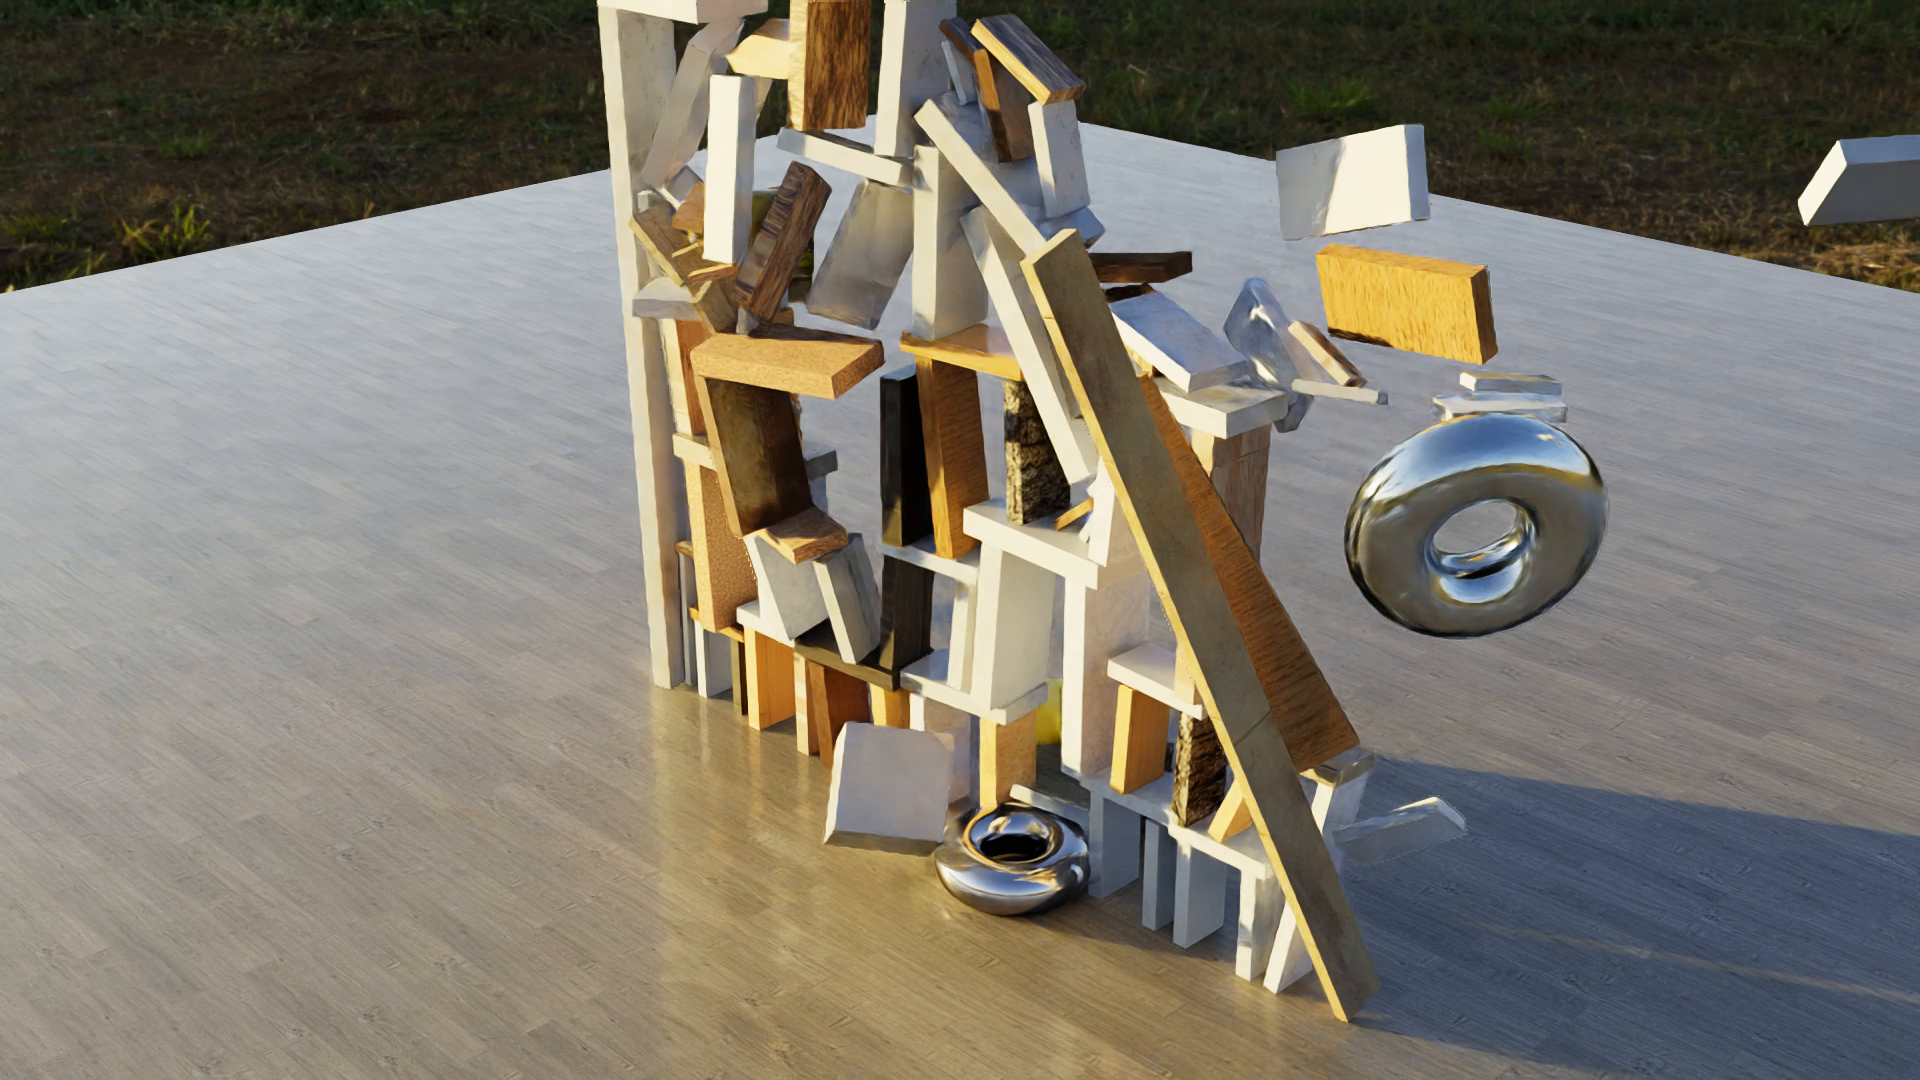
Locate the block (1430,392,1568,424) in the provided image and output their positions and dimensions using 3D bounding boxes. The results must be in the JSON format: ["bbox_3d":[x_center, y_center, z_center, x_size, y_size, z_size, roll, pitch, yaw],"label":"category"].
[{"bbox_3d":[0.865,-0.210,3.532,0.191,0.027,0.095,-3,21,-7],"label":"block"}]

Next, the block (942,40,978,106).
[{"bbox_3d":[0.007,-0.828,3.888,0.016,0.113,0.056,-13,7,40],"label":"block"}]

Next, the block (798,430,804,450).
[{"bbox_3d":[-0.355,-0.225,4.487,0.049,0.097,0.014,-20,13,-23],"label":"block"}]

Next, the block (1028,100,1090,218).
[{"bbox_3d":[0.173,-0.669,3.820,0.028,0.197,0.099,4,24,37],"label":"block"}]

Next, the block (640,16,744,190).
[{"bbox_3d":[-0.538,-0.883,4.415,0.049,0.344,0.172,29,42,0],"label":"block"}]

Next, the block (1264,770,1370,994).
[{"bbox_3d":[0.614,0.585,3.801,0.104,0.456,0.029,-21,42,-41],"label":"block"}]

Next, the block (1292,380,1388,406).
[{"bbox_3d":[0.620,-0.240,3.581,0.141,0.020,0.071,10,4,24],"label":"block"}]

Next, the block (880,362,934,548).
[{"bbox_3d":[-0.083,-0.170,4.227,0.047,0.334,0.167,14,26,32],"label":"block"}]

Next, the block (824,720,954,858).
[{"bbox_3d":[-0.136,0.477,4.189,0.205,0.205,0.205,8,-17,-7],"label":"block"}]

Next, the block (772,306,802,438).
[{"bbox_3d":[-0.398,-0.325,4.493,0.040,0.282,0.141,20,32,39],"label":"block"}]

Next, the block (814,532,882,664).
[{"bbox_3d":[-0.214,0.117,4.390,0.033,0.235,0.117,7,34,38],"label":"block"}]

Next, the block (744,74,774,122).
[{"bbox_3d":[-0.432,-0.824,4.336,0.037,0.263,0.131,17,28,-17],"label":"block"}]

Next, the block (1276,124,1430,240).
[{"bbox_3d":[0.646,-0.589,3.641,0.043,0.152,0.305,-7,4,-33],"label":"block"}]

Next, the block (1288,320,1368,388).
[{"bbox_3d":[0.609,-0.306,3.641,0.071,0.020,0.141,3,43,-55],"label":"block"}]

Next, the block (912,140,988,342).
[{"bbox_3d":[-0.014,-0.557,4.011,0.050,0.354,0.177,16,27,30],"label":"block"}]

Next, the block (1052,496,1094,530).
[{"bbox_3d":[0.231,-0.059,3.983,0.063,0.018,0.127,-24,-6,-46],"label":"block"}]

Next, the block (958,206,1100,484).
[{"bbox_3d":[0.168,-0.364,3.968,0.050,0.516,0.177,-25,-3,42],"label":"block"}]

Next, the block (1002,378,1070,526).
[{"bbox_3d":[0.142,-0.175,4.028,0.038,0.269,0.135,17,28,41],"label":"block"}]

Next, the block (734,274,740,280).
[{"bbox_3d":[-0.472,-0.589,4.422,0.026,0.180,0.090,19,31,37],"label":"block"}]

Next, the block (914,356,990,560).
[{"bbox_3d":[-0.009,-0.171,4.172,0.038,0.392,0.135,7,22,36],"label":"block"}]

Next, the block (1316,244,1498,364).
[{"bbox_3d":[0.720,-0.384,3.559,0.043,0.152,0.304,-35,34,-31],"label":"block"}]

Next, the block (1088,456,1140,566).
[{"bbox_3d":[0.308,-0.118,3.852,0.154,0.308,0.044,-21,37,-40],"label":"block"}]

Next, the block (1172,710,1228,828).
[{"bbox_3d":[0.430,0.390,3.914,0.031,0.228,0.110,23,32,39],"label":"block"}]

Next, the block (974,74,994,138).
[{"bbox_3d":[0.058,-0.767,3.872,0.016,0.112,0.056,-6,11,39],"label":"block"}]

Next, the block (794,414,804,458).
[{"bbox_3d":[-0.340,-0.163,4.416,0.049,0.178,0.014,-22,27,-27],"label":"block"}]

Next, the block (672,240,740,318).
[{"bbox_3d":[-0.480,-0.496,4.293,0.090,0.180,0.025,-23,27,5],"label":"block"}]

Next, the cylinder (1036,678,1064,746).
[{"bbox_3d":[0.178,0.367,4.676,0.141,0.141,0.141,-4,17,35],"label":"cylinder"}]

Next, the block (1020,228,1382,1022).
[{"bbox_3d":[0.410,0.194,3.461,0.095,1.523,0.027,-40,31,-25],"label":"block"}]

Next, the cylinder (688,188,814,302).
[{"bbox_3d":[-0.456,-0.637,4.760,0.247,0.247,0.247,-2,23,-11],"label":"cylinder"}]

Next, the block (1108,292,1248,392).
[{"bbox_3d":[0.359,-0.337,3.715,0.123,0.035,0.247,-17,42,-30],"label":"block"}]

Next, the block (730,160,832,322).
[{"bbox_3d":[-0.336,-0.562,4.145,0.040,0.280,0.140,24,-2,16],"label":"block"}]

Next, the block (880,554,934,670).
[{"bbox_3d":[-0.105,0.126,4.358,0.034,0.242,0.119,21,30,32],"label":"block"}]

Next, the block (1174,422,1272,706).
[{"bbox_3d":[0.447,0.030,3.750,0.154,0.501,0.044,-21,33,-40],"label":"block"}]

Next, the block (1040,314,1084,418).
[{"bbox_3d":[0.218,-0.339,3.944,0.123,0.246,0.035,-4,-15,-47],"label":"block"}]

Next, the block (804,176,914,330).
[{"bbox_3d":[-0.169,-0.533,4.091,0.140,0.280,0.040,13,29,-28],"label":"block"}]

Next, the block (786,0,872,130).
[{"bbox_3d":[-0.237,-0.913,4.021,0.045,0.316,0.158,19,23,42],"label":"block"}]

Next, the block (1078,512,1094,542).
[{"bbox_3d":[0.264,-0.053,3.939,0.018,0.127,0.063,46,42,19],"label":"block"}]

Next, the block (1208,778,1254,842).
[{"bbox_3d":[0.512,0.433,3.847,0.104,0.208,0.029,-21,54,-40],"label":"block"}]

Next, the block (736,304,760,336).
[{"bbox_3d":[-0.400,-0.457,4.203,0.017,0.123,0.062,19,32,14],"label":"block"}]

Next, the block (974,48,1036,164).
[{"bbox_3d":[0.085,-0.767,3.856,0.028,0.197,0.099,-5,14,37],"label":"block"}]

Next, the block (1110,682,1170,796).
[{"bbox_3d":[0.331,0.347,4.006,0.110,0.220,0.031,-20,34,-39],"label":"block"}]

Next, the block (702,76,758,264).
[{"bbox_3d":[-0.431,-0.694,4.119,0.037,0.342,0.131,-2,11,-30],"label":"block"}]

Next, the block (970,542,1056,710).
[{"bbox_3d":[0.105,0.139,4.207,0.049,0.346,0.173,23,32,35],"label":"block"}]

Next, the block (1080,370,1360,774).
[{"bbox_3d":[0.426,0.059,3.585,0.123,0.704,0.035,-29,8,13],"label":"block"}]

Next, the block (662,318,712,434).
[{"bbox_3d":[-0.542,-0.377,4.615,0.040,0.282,0.141,16,31,41],"label":"block"}]

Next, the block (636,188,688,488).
[{"bbox_3d":[-0.591,-0.354,4.695,0.024,0.800,0.085,2,22,23],"label":"block"}]

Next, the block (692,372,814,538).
[{"bbox_3d":[-0.404,-0.195,4.321,0.167,0.341,0.047,-24,28,-27],"label":"block"}]

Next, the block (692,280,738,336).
[{"bbox_3d":[-0.439,-0.381,4.321,0.017,0.320,0.062,11,58,32],"label":"block"}]

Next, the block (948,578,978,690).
[{"bbox_3d":[0.034,0.164,4.287,0.034,0.239,0.119,23,31,32],"label":"block"}]

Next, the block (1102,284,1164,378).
[{"bbox_3d":[0.327,-0.366,3.814,0.123,0.035,0.246,-11,38,-23],"label":"block"}]

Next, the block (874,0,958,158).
[{"bbox_3d":[-0.078,-0.847,3.949,0.045,0.316,0.158,11,11,32],"label":"block"}]

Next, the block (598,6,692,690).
[{"bbox_3d":[-0.644,-0.396,4.758,0.049,1.511,0.172,12,26,30],"label":"block"}]

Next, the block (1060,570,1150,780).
[{"bbox_3d":[0.269,0.232,4.054,0.173,0.396,0.049,-20,30,-39],"label":"block"}]

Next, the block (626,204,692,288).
[{"bbox_3d":[-0.595,-0.602,4.496,0.085,0.171,0.024,-37,-1,-45],"label":"block"}]
